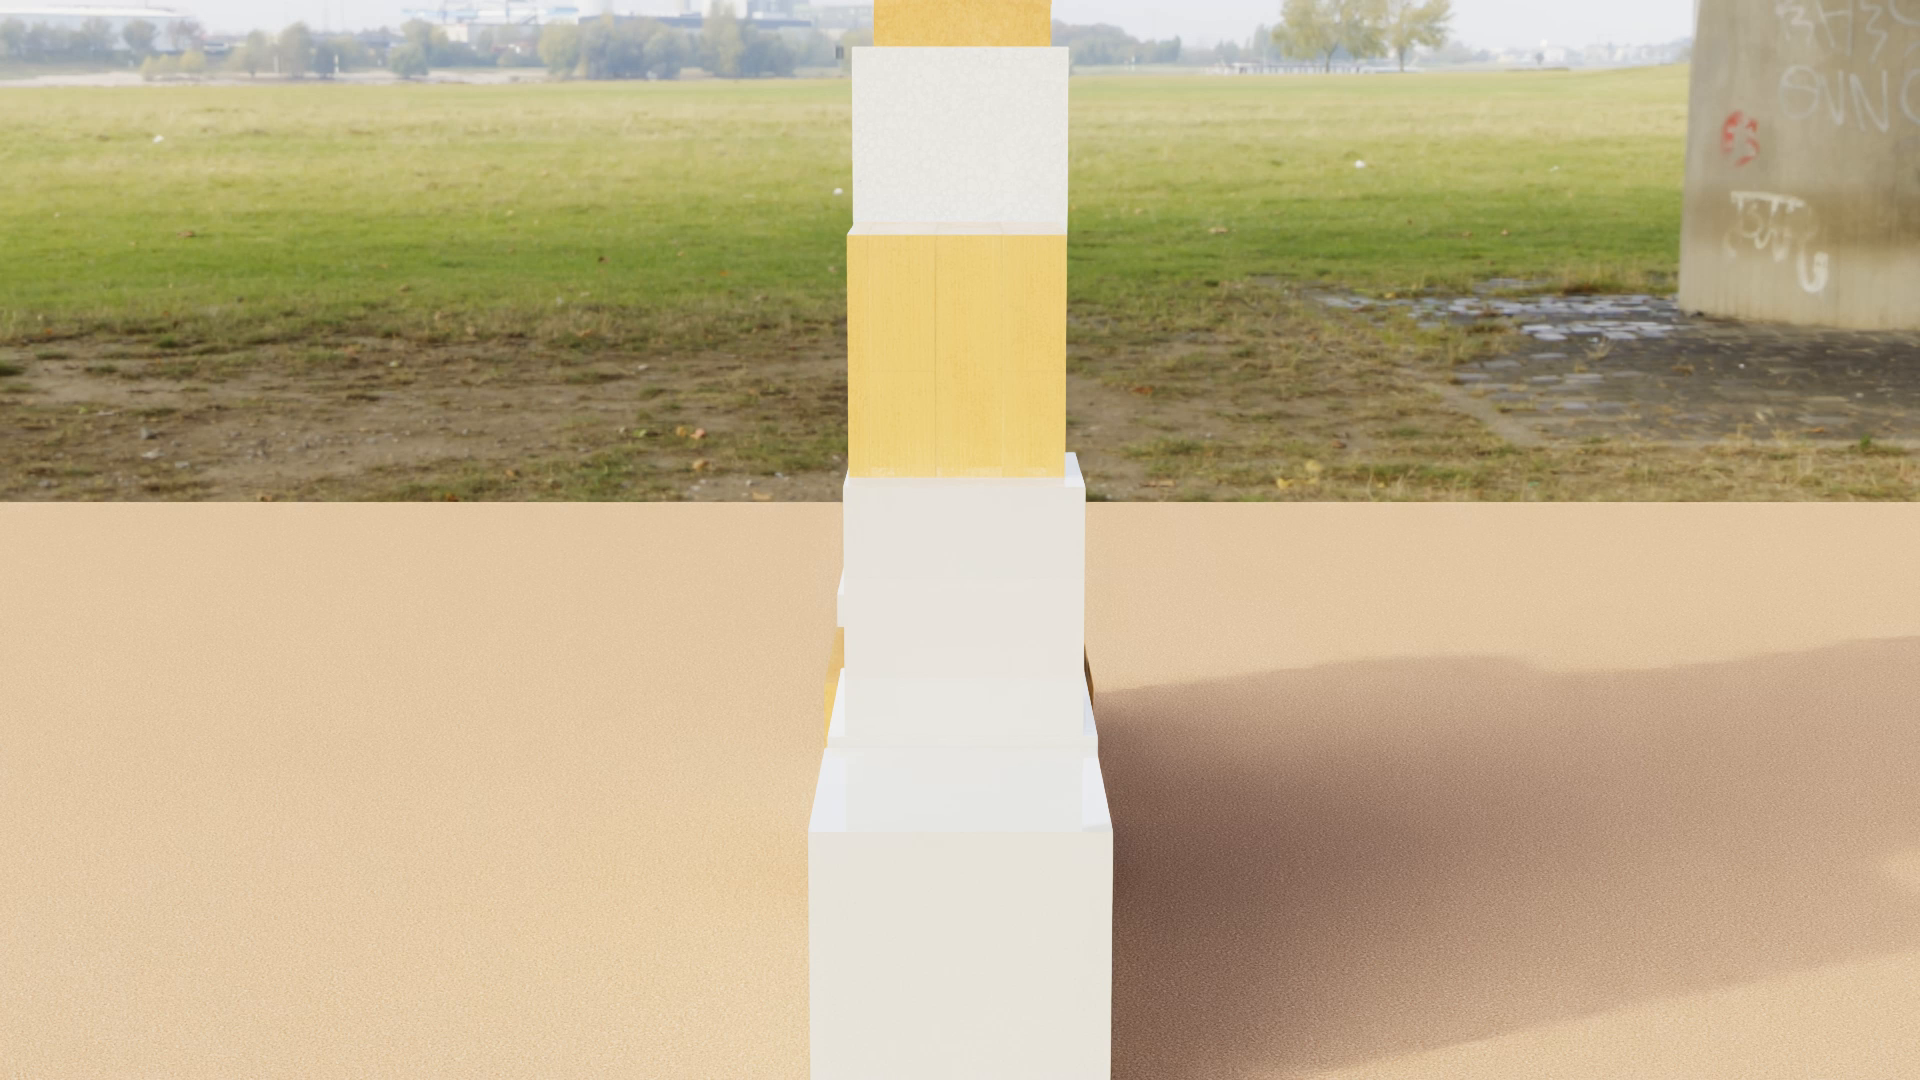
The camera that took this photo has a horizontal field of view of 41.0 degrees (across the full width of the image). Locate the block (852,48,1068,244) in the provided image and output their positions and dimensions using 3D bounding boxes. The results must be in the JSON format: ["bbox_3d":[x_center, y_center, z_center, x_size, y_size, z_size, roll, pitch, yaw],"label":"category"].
[{"bbox_3d":[0.001,-1.682,10.858,0.874,0.792,0.906,0,11,0],"label":"block"}]

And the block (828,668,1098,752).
[{"bbox_3d":[0.010,1.155,10.279,1.015,1.050,1.132,0,10,0],"label":"block"}]

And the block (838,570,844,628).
[{"bbox_3d":[-0.007,0.705,12.521,1.120,1.133,1.175,0,10,0],"label":"block"}]

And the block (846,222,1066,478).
[{"bbox_3d":[-0.012,-0.762,10.038,0.818,0.913,0.846,0,10,0],"label":"block"}]

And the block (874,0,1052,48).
[{"bbox_3d":[0.009,-2.432,10.716,0.718,0.734,0.786,0,11,0],"label":"block"}]

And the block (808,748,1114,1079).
[{"bbox_3d":[0.002,1.374,9.184,1.018,1.010,1.081,0,10,0],"label":"block"}]

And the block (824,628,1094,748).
[{"bbox_3d":[-0.005,0.986,11.399,1.129,0.981,1.113,0,10,0],"label":"block"}]

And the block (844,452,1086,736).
[{"bbox_3d":[0.016,0.192,9.994,0.895,0.947,0.878,0,10,0],"label":"block"}]
